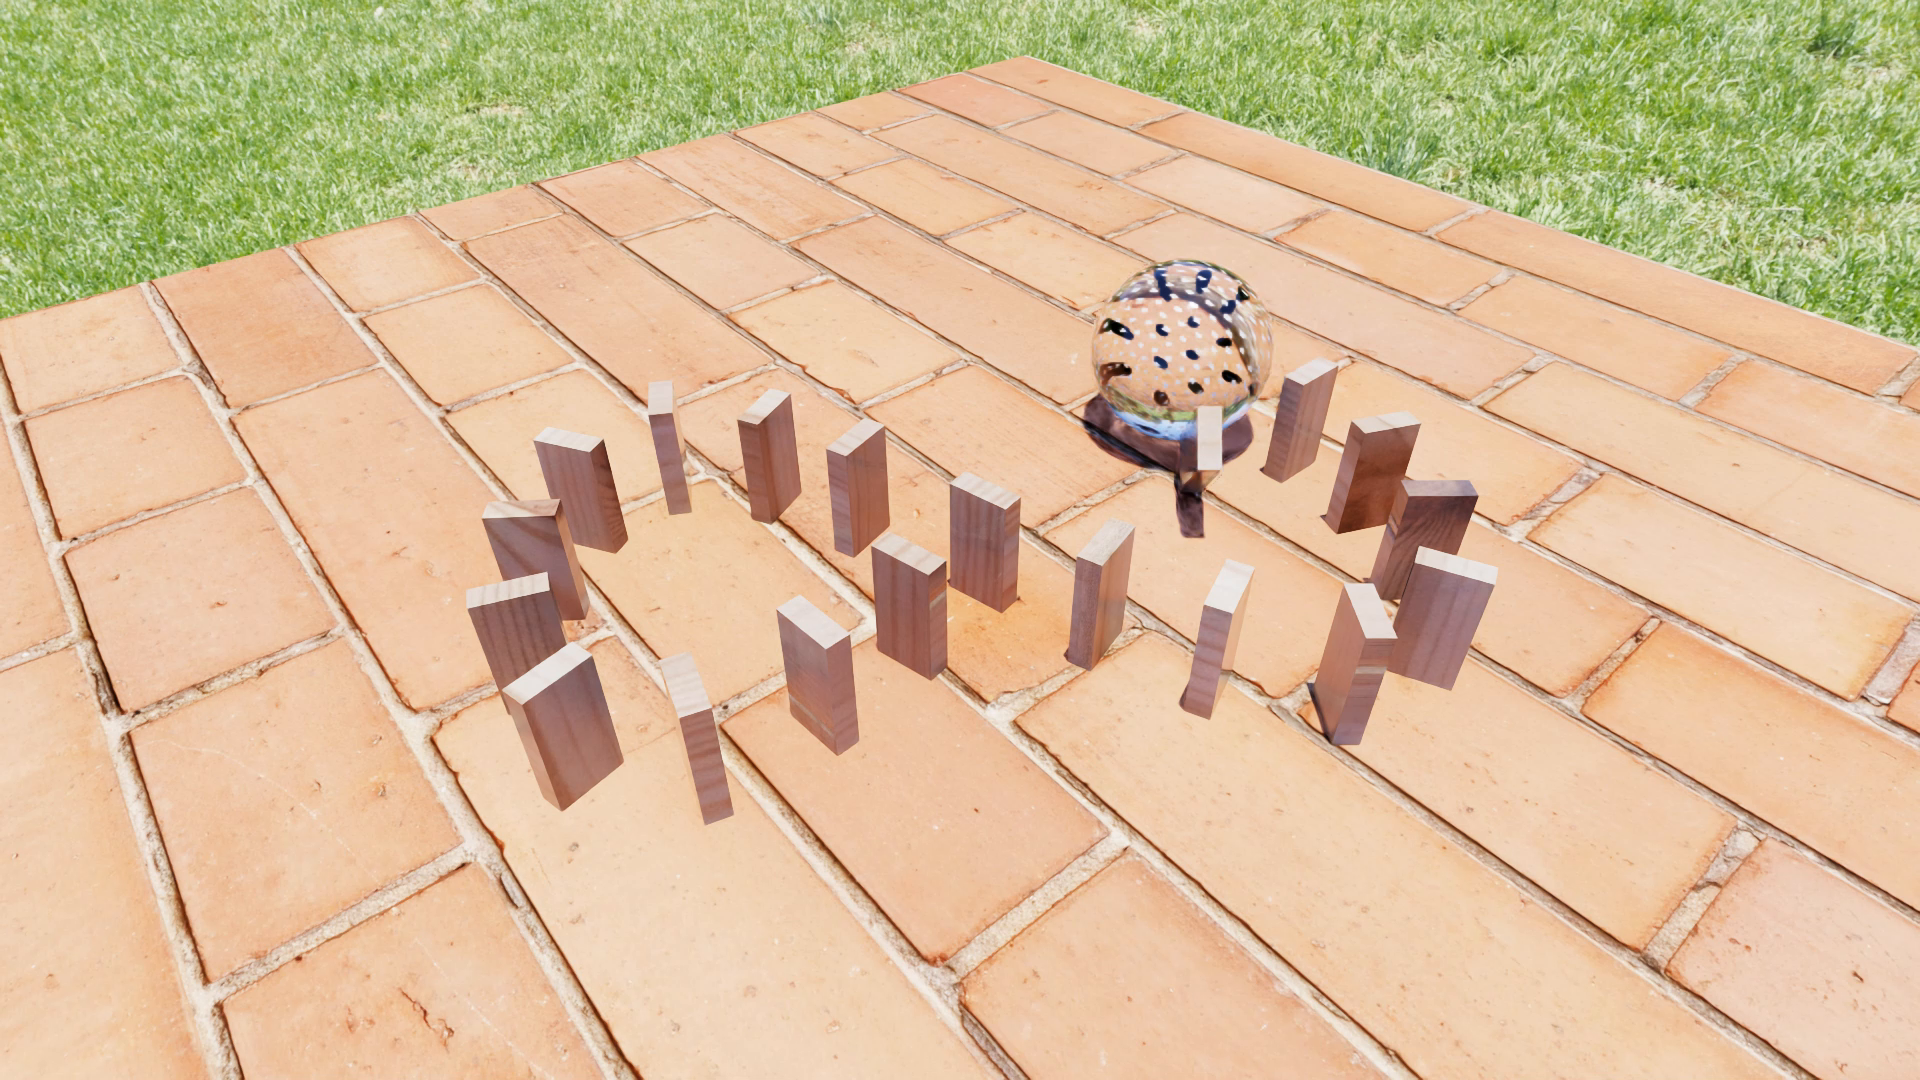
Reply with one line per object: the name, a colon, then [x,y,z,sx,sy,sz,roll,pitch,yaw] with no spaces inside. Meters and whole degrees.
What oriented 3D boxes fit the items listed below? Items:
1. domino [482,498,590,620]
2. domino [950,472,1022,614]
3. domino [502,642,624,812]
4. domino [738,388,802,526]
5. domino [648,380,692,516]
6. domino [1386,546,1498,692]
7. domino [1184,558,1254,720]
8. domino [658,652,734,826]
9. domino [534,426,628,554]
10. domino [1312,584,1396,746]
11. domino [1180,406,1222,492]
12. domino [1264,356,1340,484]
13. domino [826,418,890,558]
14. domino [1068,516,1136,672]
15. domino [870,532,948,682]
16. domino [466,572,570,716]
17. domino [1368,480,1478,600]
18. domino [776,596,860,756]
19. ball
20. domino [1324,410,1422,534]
domino: [-0.154,0.008,0.401,0.025,0.050,0.009,-2,39,-3]
domino: [0.009,0.001,0.410,0.025,0.050,0.010,26,46,28]
domino: [-0.122,0.058,0.340,0.010,0.050,0.025,25,46,28]
domino: [-0.078,-0.034,0.453,0.010,0.050,0.025,16,42,18]
domino: [-0.120,-0.038,0.458,0.010,0.050,0.025,-7,40,-9]
domino: [0.163,0.028,0.378,0.025,0.050,0.010,18,42,20]
domino: [0.087,0.034,0.370,0.009,0.050,0.025,18,43,21]
domino: [-0.080,0.061,0.337,0.010,0.050,0.025,-16,42,-19]
domino: [-0.149,-0.019,0.435,0.025,0.050,0.010,12,41,15]
domino: [0.129,0.041,0.361,0.009,0.050,0.025,0,39,0]
domino: [0.099,-0.037,0.453,0.009,0.050,0.025,1,83,4]
domino: [0.147,-0.051,0.474,0.025,0.050,0.010,-29,47,-30]
domino: [-0.040,-0.020,0.436,0.009,0.050,0.025,22,44,25]
domino: [0.050,0.020,0.388,0.009,0.050,0.025,22,44,25]
domino: [-0.017,0.024,0.383,0.025,0.050,0.010,26,46,28]
domino: [-0.145,0.035,0.368,0.025,0.050,0.010,-13,41,-16]
domino: [0.172,0.001,0.411,0.025,0.050,0.009,0,39,0]
domino: [-0.046,0.044,0.357,0.009,0.050,0.025,-32,49,-33]
ball: [0.099,-0.084,0.491,0.080,0.080,0.080,0,39,0]
domino: [0.166,-0.027,0.444,0.025,0.050,0.009,-11,41,-13]
